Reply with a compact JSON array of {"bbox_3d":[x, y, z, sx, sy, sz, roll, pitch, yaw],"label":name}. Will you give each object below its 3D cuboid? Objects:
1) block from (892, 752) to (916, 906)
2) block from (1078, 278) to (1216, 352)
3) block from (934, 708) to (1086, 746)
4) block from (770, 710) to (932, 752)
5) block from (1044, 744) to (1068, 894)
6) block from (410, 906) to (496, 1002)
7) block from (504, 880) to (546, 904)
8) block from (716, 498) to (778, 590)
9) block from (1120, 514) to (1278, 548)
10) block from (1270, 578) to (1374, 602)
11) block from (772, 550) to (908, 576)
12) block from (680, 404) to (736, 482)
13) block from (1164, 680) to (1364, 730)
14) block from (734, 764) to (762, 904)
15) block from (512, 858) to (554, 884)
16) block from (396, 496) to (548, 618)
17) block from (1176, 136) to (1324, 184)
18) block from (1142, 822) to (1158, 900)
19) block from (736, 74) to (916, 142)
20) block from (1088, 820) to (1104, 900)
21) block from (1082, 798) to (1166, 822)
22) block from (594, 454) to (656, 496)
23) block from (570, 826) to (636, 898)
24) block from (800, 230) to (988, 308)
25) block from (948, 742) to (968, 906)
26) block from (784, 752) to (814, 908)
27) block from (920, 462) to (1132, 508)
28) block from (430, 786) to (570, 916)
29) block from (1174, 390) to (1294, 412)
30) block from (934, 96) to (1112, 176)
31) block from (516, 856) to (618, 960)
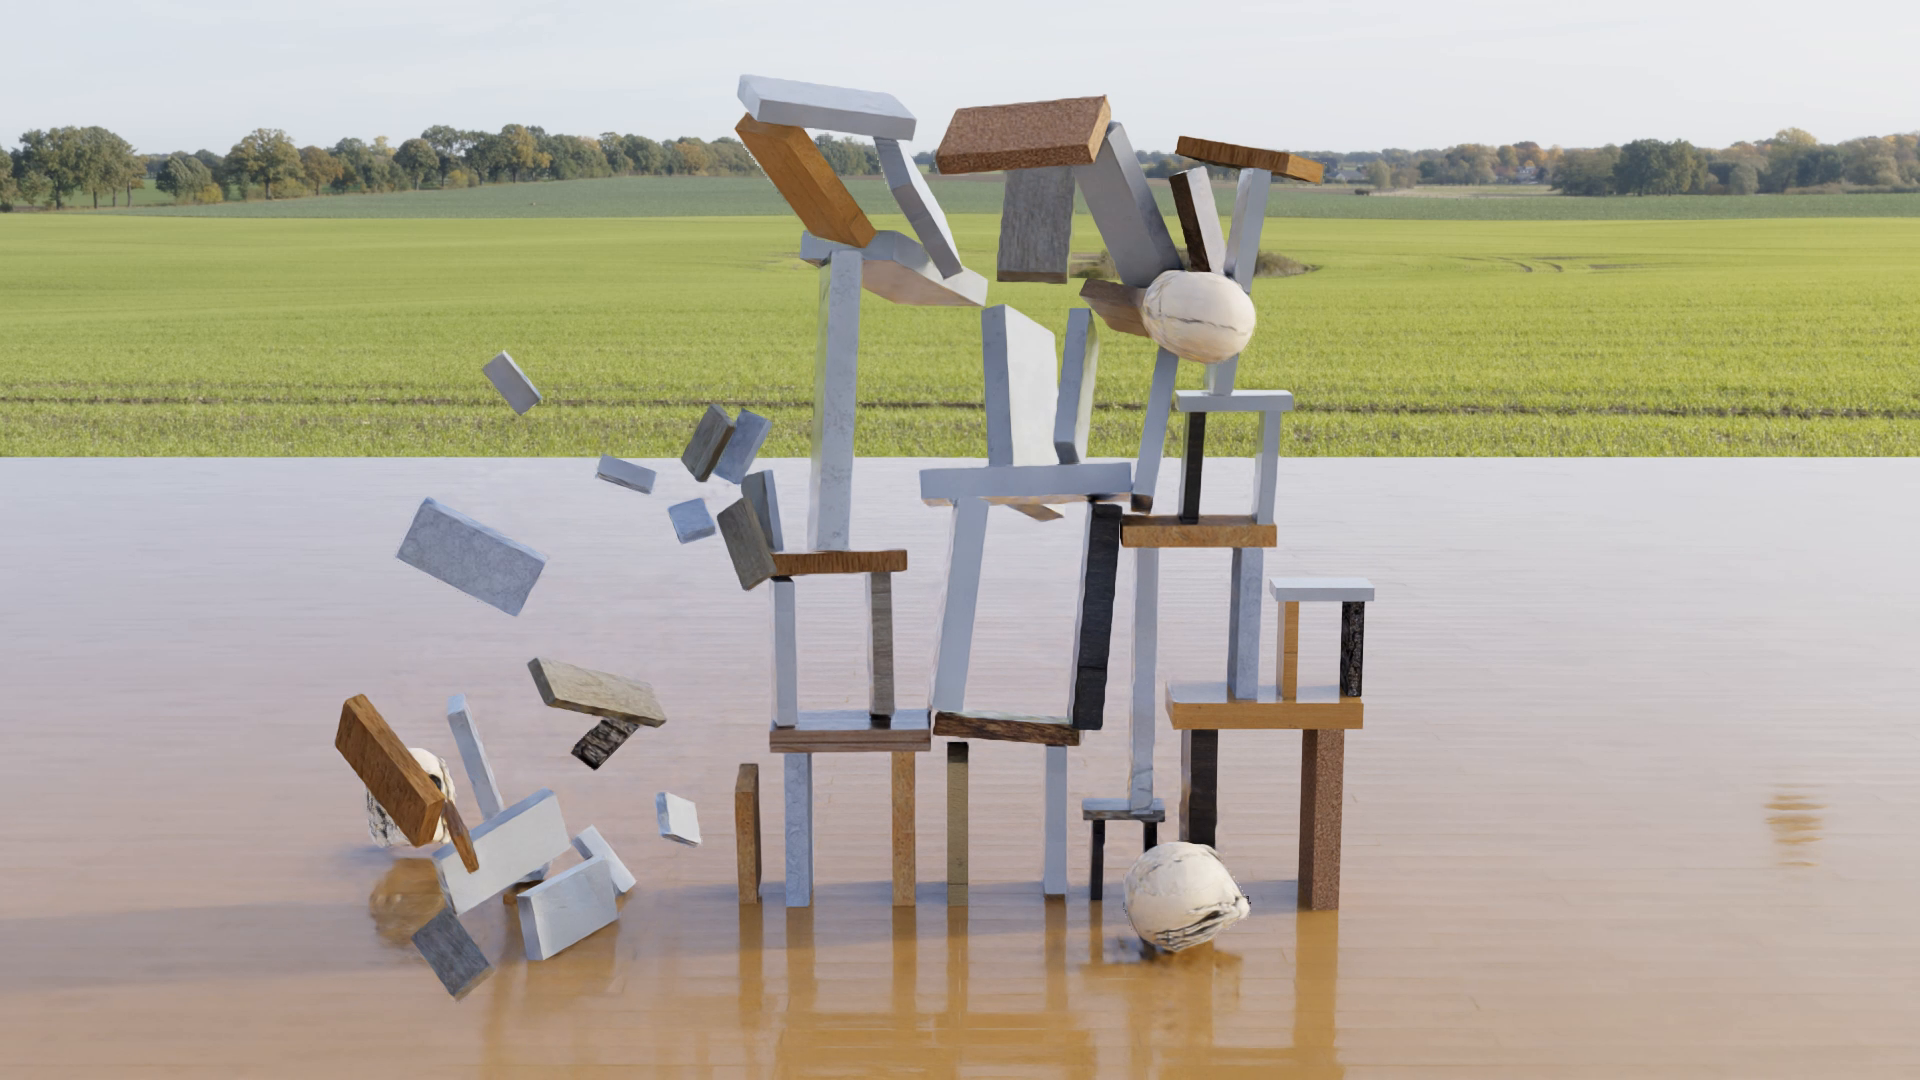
[{"bbox_3d":[-0.093,0.460,3.650,0.037,0.261,0.131,0,10,-1],"label":"block"},{"bbox_3d":[0.335,-0.378,3.712,0.250,0.035,0.125,18,-13,39],"label":"block"},{"bbox_3d":[0.086,0.313,3.695,0.243,0.034,0.121,4,2,8],"label":"block"},{"bbox_3d":[-0.179,0.314,3.623,0.261,0.037,0.131,0,10,-1],"label":"block"},{"bbox_3d":[0.158,0.459,3.668,0.034,0.243,0.122,0,2,0],"label":"block"},{"bbox_3d":[-0.672,0.548,2.911,0.061,0.017,0.122,-40,52,-11],"label":"block"},{"bbox_3d":[-0.696,0.584,3.655,0.122,0.017,0.061,-2,11,-11],"label":"block"},{"bbox_3d":[-0.343,0.006,3.534,0.067,0.133,0.019,-32,-18,35],"label":"block"},{"bbox_3d":[0.384,-0.015,3.568,0.246,0.035,0.123,0,9,2],"label":"block"},{"bbox_3d":[0.588,0.081,3.576,0.158,0.022,0.079,0,11,0],"label":"block"},{"bbox_3d":[-0.209,0.039,3.606,0.231,0.033,0.116,-2,-2,-9],"label":"block"},{"bbox_3d":[-0.406,-0.157,3.549,0.016,0.116,0.058,0,40,-47],"label":"block"},{"bbox_3d":[0.495,0.269,3.608,0.305,0.043,0.153,0,11,0],"label":"block"},{"bbox_3d":[-0.349,0.484,3.634,0.029,0.205,0.103,0,21,0],"label":"block"},{"bbox_3d":[-0.719,0.541,3.697,0.061,0.017,0.122,-8,16,4],"label":"block"},{"bbox_3d":[-0.753,0.027,3.396,0.206,0.103,0.029,27,18,-8],"label":"block"},{"bbox_3d":[0.463,-0.609,3.520,0.212,0.030,0.106,18,10,38],"label":"block"},{"bbox_3d":[0.315,0.523,3.659,0.019,0.134,0.067,0,10,1],"label":"block"},{"bbox_3d":[-0.209,-0.679,3.452,0.257,0.036,0.128,3,27,-23],"label":"block"},{"bbox_3d":[0.227,0.524,3.658,0.019,0.134,0.067,1,10,0],"label":"block"},{"bbox_3d":[0.271,0.447,3.647,0.134,0.019,0.067,0,9,1],"label":"block"},{"bbox_3d":[-0.531,-0.104,3.497,0.091,0.013,0.045,19,40,-10],"label":"block"},{"bbox_3d":[-0.594,0.536,3.668,0.017,0.122,0.061,-38,0,17],"label":"block"},{"bbox_3d":[-0.110,-0.468,3.807,0.178,0.050,0.356,5,-5,27],"label":"block"},{"bbox_3d":[-0.004,0.470,3.650,0.034,0.243,0.122,0,11,0],"label":"block"},{"bbox_3d":[-0.266,0.462,3.646,0.037,0.261,0.131,0,11,0],"label":"block"},{"bbox_3d":[0.113,-0.091,3.659,0.345,0.049,0.172,-2,-4,4],"label":"block"},{"bbox_3d":[-0.686,0.466,3.295,0.205,0.103,0.029,-30,35,-34],"label":"block"},{"bbox_3d":[0.439,-0.224,3.531,0.180,0.025,0.090,0,9,1],"label":"block"},{"bbox_3d":[0.101,-0.642,3.487,0.257,0.036,0.129,0,46,23],"label":"block"},{"bbox_3d":[-0.614,0.577,3.451,0.029,0.103,0.205,-6,7,26],"label":"block"}]
